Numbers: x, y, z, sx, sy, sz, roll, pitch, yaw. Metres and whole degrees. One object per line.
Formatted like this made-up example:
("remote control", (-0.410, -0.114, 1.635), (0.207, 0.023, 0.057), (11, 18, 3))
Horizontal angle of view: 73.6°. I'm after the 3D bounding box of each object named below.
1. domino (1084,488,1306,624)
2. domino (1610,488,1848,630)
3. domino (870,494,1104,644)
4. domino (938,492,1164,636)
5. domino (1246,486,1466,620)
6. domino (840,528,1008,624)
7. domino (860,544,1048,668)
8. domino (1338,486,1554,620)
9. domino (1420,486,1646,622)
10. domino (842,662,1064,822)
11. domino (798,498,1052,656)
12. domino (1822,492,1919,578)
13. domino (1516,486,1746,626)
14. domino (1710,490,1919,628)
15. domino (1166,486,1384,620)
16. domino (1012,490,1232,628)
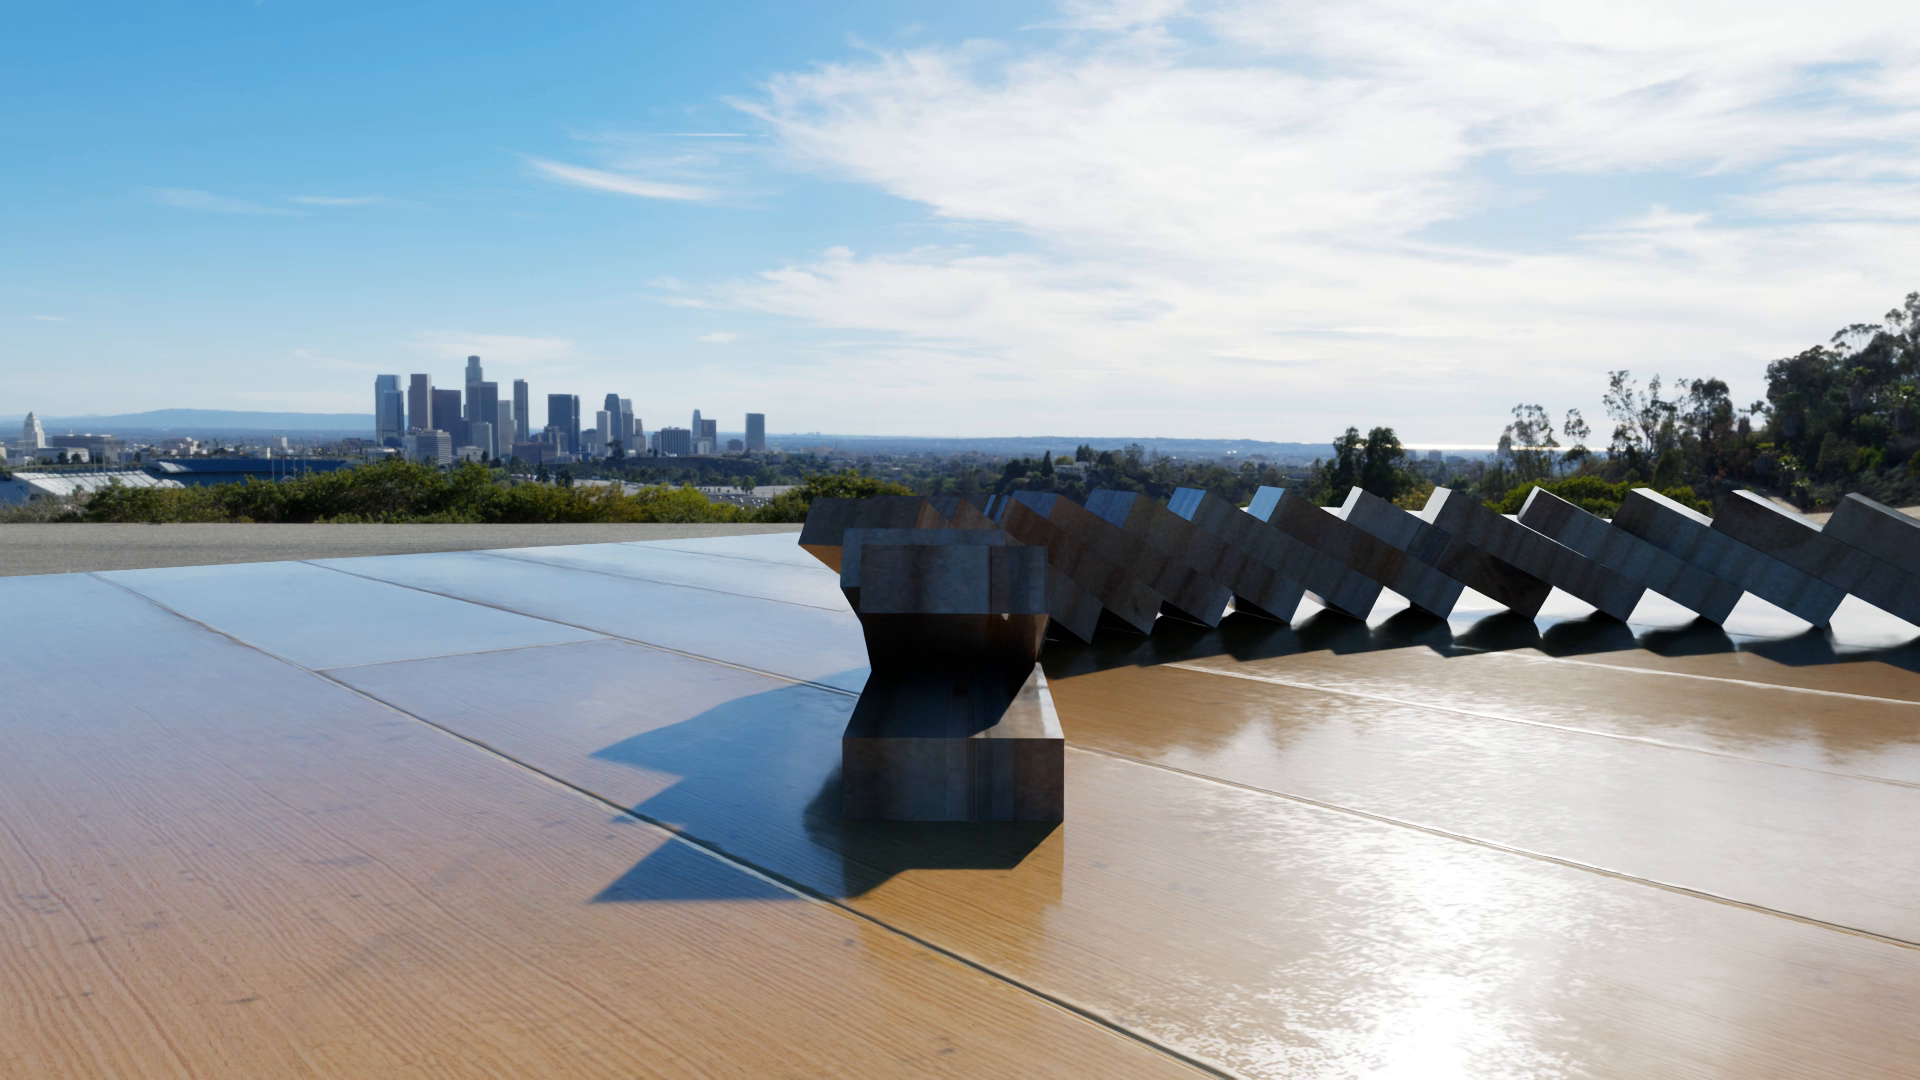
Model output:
("domino", (0.055, 0.004, 0.308), (0.050, 0.009, 0.025), (28, -5, -18))
("domino", (0.187, 0.003, 0.313), (0.050, 0.010, 0.025), (34, 22, 30))
("domino", (0.005, 0.006, 0.265), (0.025, 0.009, 0.050), (4, -23, 44))
("domino", (0.019, 0.005, 0.283), (0.050, 0.010, 0.025), (31, -15, -33))
("domino", (0.098, 0.003, 0.322), (0.050, 0.009, 0.025), (28, 4, -2))
("domino", (-0.003, 0.011, 0.219), (0.025, 0.009, 0.050), (0, -20, 6))
("domino", (-0.001, 0.014, 0.194), (0.025, 0.010, 0.050), (0, -19, -1))
("domino", (0.121, 0.003, 0.324), (0.050, 0.010, 0.025), (28, 9, 9))
("domino", (0.142, 0.003, 0.321), (0.050, 0.009, 0.025), (28, 10, 9))
("domino", (-0.001, 0.025, 0.170), (0.025, 0.010, 0.050), (0, 4, 0))
("domino", (-0.005, 0.008, 0.245), (0.025, 0.009, 0.050), (2, -24, 34))
("domino", (0.224, 0.006, 0.288), (0.050, 0.009, 0.025), (35, 24, 32))
("domino", (0.164, 0.003, 0.318), (0.050, 0.010, 0.025), (31, 14, 17))
("domino", (0.205, 0.004, 0.301), (0.050, 0.010, 0.025), (35, 23, 32))
("domino", (0.076, 0.003, 0.318), (0.050, 0.009, 0.025), (27, 1, -7))
("domino", (0.036, 0.004, 0.299), (0.050, 0.010, 0.025), (28, -6, -20))
